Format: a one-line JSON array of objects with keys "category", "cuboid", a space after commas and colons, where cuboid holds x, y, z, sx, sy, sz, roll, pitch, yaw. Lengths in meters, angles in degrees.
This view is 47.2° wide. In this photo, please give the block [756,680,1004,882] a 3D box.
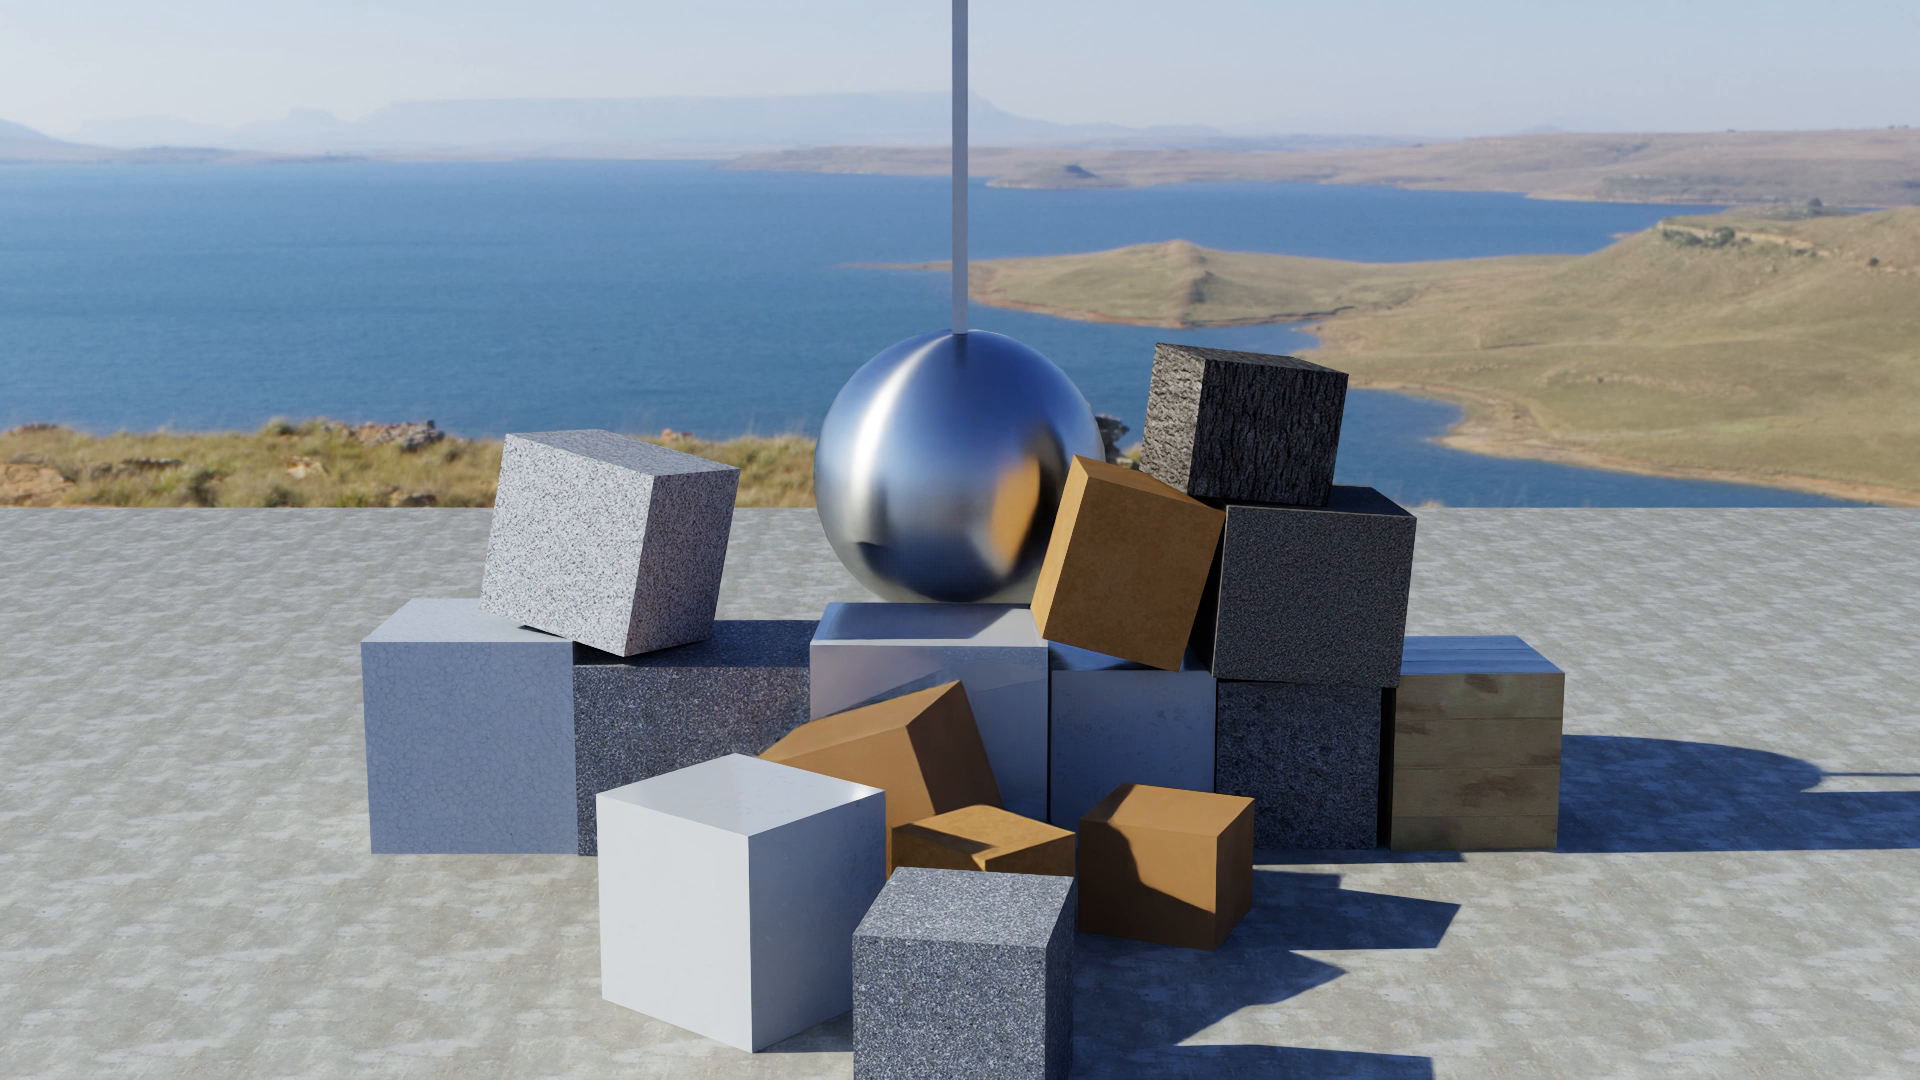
[{"category": "block", "cuboid": [-0.382, 1.208, 10.148, 0.852, 0.754, 0.873, -17, 5, 19]}]

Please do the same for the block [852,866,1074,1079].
[{"category": "block", "cuboid": [0.027, 1.703, 8.106, 0.687, 0.750, 0.753, 2, 10, 10]}]

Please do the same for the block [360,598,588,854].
[{"category": "block", "cuboid": [-2.416, 0.940, 11.367, 1.036, 1.084, 1.030, 0, 10, 0]}]

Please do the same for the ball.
[{"category": "ball", "cuboid": [0.000, -0.350, 11.967, 1.600, 1.600, 1.600, 0, 10, 0]}]

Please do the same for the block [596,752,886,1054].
[{"category": "block", "cuboid": [-0.893, 1.463, 9.061, 0.873, 0.880, 0.792, 8, 13, 39]}]

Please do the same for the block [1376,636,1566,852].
[{"category": "block", "cuboid": [2.557, 1.032, 11.349, 0.837, 0.909, 0.846, 0, 10, -2]}]

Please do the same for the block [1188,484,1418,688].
[{"category": "block", "cuboid": [1.697, 0.193, 11.164, 0.924, 0.849, 0.976, 3, 10, -4]}]

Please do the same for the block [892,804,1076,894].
[{"category": "block", "cuboid": [0.097, 1.538, 9.325, 0.526, 0.637, 0.575, -9, 14, -42]}]

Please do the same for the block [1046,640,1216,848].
[{"category": "block", "cuboid": [0.864, 1.027, 11.353, 0.816, 0.916, 0.776, 0, 10, 0]}]

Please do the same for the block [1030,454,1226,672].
[{"category": "block", "cuboid": [0.825, 0.107, 10.975, 0.698, 0.826, 0.651, 14, 10, -6]}]

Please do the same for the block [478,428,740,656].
[{"category": "block", "cuboid": [-1.767, -0.009, 11.125, 0.896, 0.903, 0.780, 16, 11, 24]}]

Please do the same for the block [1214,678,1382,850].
[{"category": "block", "cuboid": [1.685, 1.050, 11.385, 0.807, 0.861, 0.881, 0, 10, 0]}]

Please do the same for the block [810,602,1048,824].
[{"category": "block", "cuboid": [-0.135, 0.965, 11.159, 1.146, 1.109, 0.996, 0, 10, 2]}]

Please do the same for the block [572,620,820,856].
[{"category": "block", "cuboid": [-1.303, 1.000, 11.363, 1.175, 0.967, 1.078, 0, 10, 0]}]

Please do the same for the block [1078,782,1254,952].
[{"category": "block", "cuboid": [0.942, 1.474, 9.992, 0.636, 0.526, 0.615, 4, 11, 22]}]

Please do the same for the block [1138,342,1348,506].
[{"category": "block", "cuboid": [1.405, -0.585, 11.003, 0.741, 0.659, 0.758, 5, 10, -14]}]

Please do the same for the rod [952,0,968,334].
[{"category": "rod", "cuboid": [0.000, -3.577, 10.898, 0.080, 5.200, 0.080, 0, 18, 0]}]
